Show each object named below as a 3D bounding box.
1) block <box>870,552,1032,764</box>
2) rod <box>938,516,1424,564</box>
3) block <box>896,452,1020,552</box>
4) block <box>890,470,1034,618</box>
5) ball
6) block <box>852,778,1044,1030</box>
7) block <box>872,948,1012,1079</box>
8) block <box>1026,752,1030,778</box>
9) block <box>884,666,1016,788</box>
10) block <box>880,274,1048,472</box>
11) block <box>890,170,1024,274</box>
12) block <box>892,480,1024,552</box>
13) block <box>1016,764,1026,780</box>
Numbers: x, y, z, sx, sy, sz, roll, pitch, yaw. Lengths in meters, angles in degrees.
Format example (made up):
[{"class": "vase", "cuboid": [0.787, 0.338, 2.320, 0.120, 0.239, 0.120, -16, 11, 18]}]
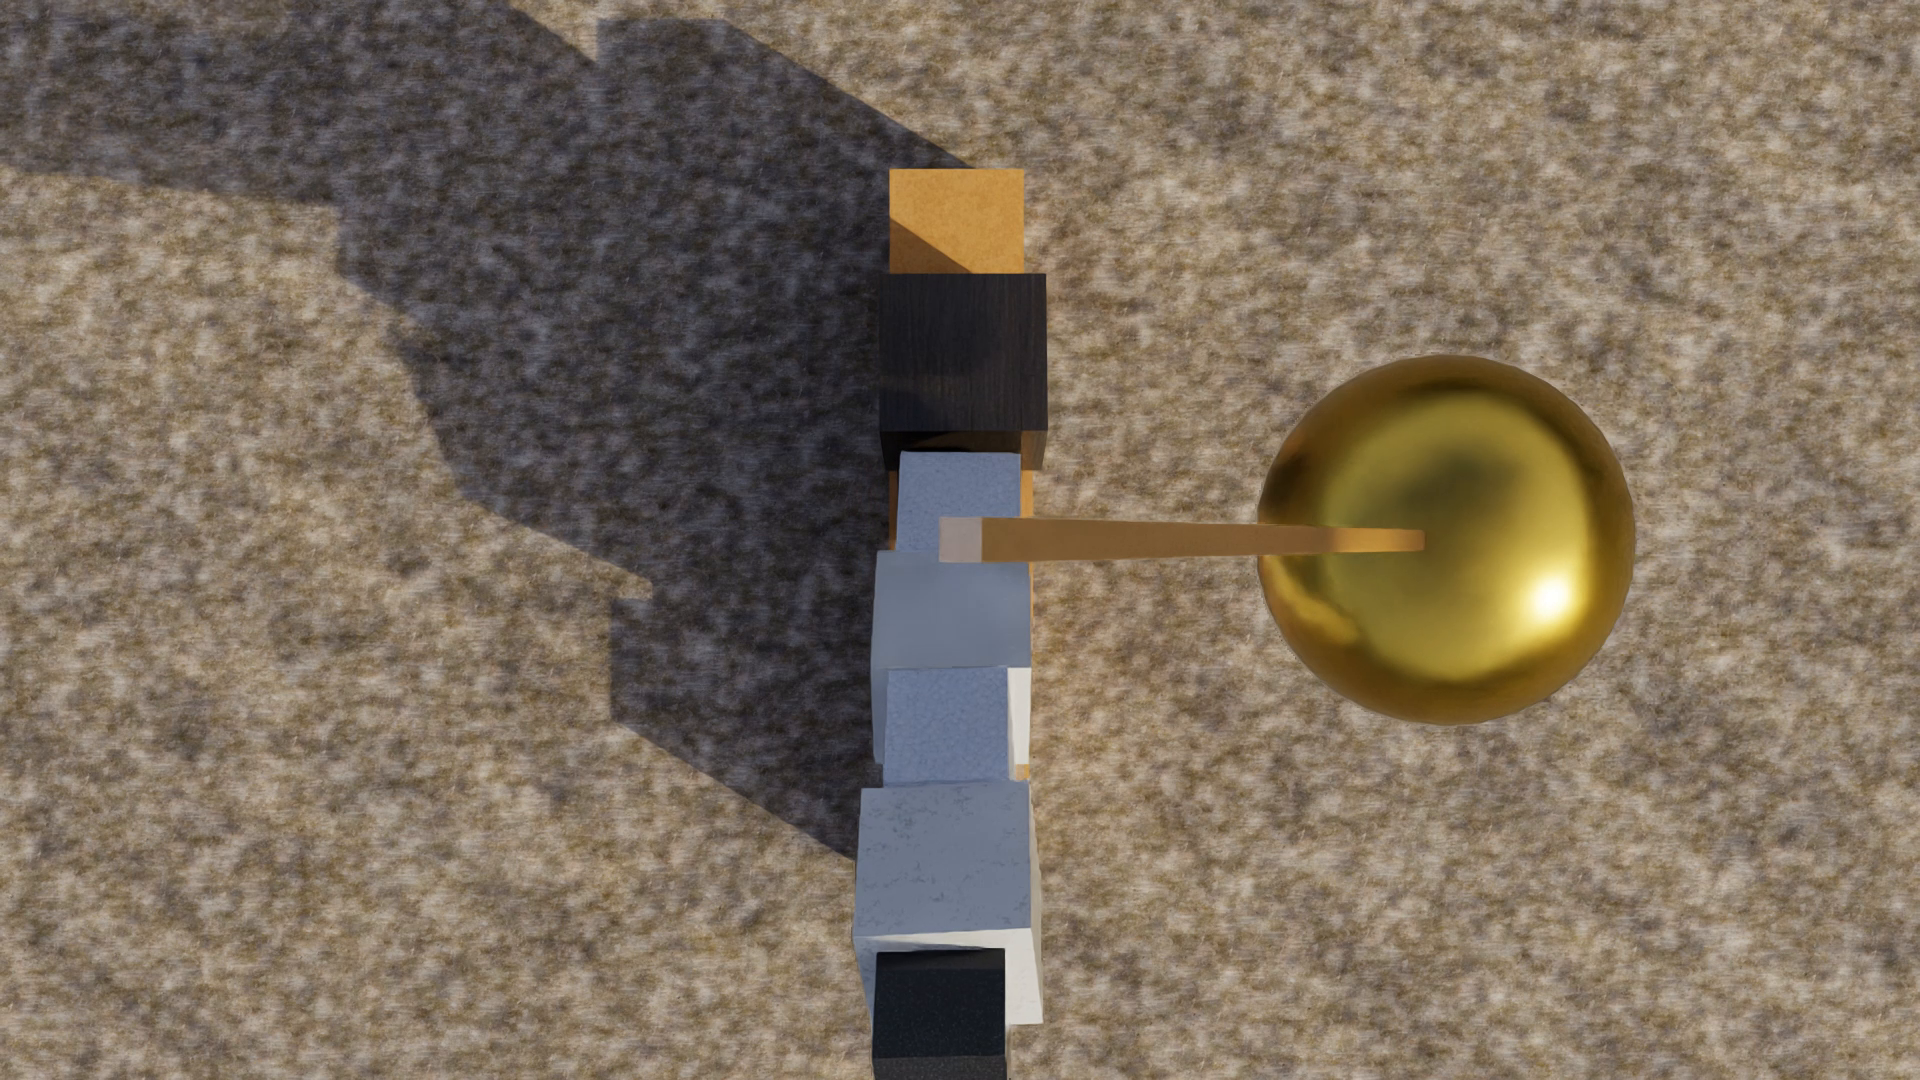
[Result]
[{"class": "block", "cuboid": [-0.035, 0.549, 10.311, 0.720, 0.754, 0.651, 0, 133, 1]}, {"class": "rod", "cuboid": [0.899, 0.000, 6.268, 0.080, 5.200, 0.080, 0, 90, 20]}, {"class": "block", "cuboid": [-0.007, 0.046, 10.859, 0.594, 0.734, 0.633, 1, 133, 0]}, {"class": "block", "cuboid": [0.006, -0.025, 12.538, 0.790, 0.923, 0.910, 0, 90, 0]}, {"class": "ball", "cuboid": [2.074, 0.000, 9.459, 1.600, 1.600, 1.600, 0, 90, 0]}, {"class": "block", "cuboid": [-0.036, 1.539, 9.287, 0.716, 0.782, 0.648, -4, 133, 4]}, {"class": "block", "cuboid": [-0.064, 2.009, 8.846, 0.518, 0.503, 0.503, -2, 133, 3]}, {"class": "block", "cuboid": [-0.002, 0.884, 12.644, 0.778, 0.713, 0.887, 0, 90, 0]}, {"class": "block", "cuboid": [-0.035, 1.031, 9.796, 0.534, 0.654, 0.639, -2, 133, 3]}, {"class": "block", "cuboid": [0.017, -0.874, 11.675, 0.856, 0.935, 0.831, 0, 79, 0]}, {"class": "block", "cuboid": [-0.018, -1.696, 12.562, 0.741, 0.876, 0.698, 0, 90, 0]}, {"class": "block", "cuboid": [-0.011, 0.050, 11.710, 0.681, 0.734, 0.711, 0, 90, 0]}, {"class": "block", "cuboid": [0.008, 0.863, 11.890, 0.689, 0.607, 0.724, 1, 107, 0]}]
